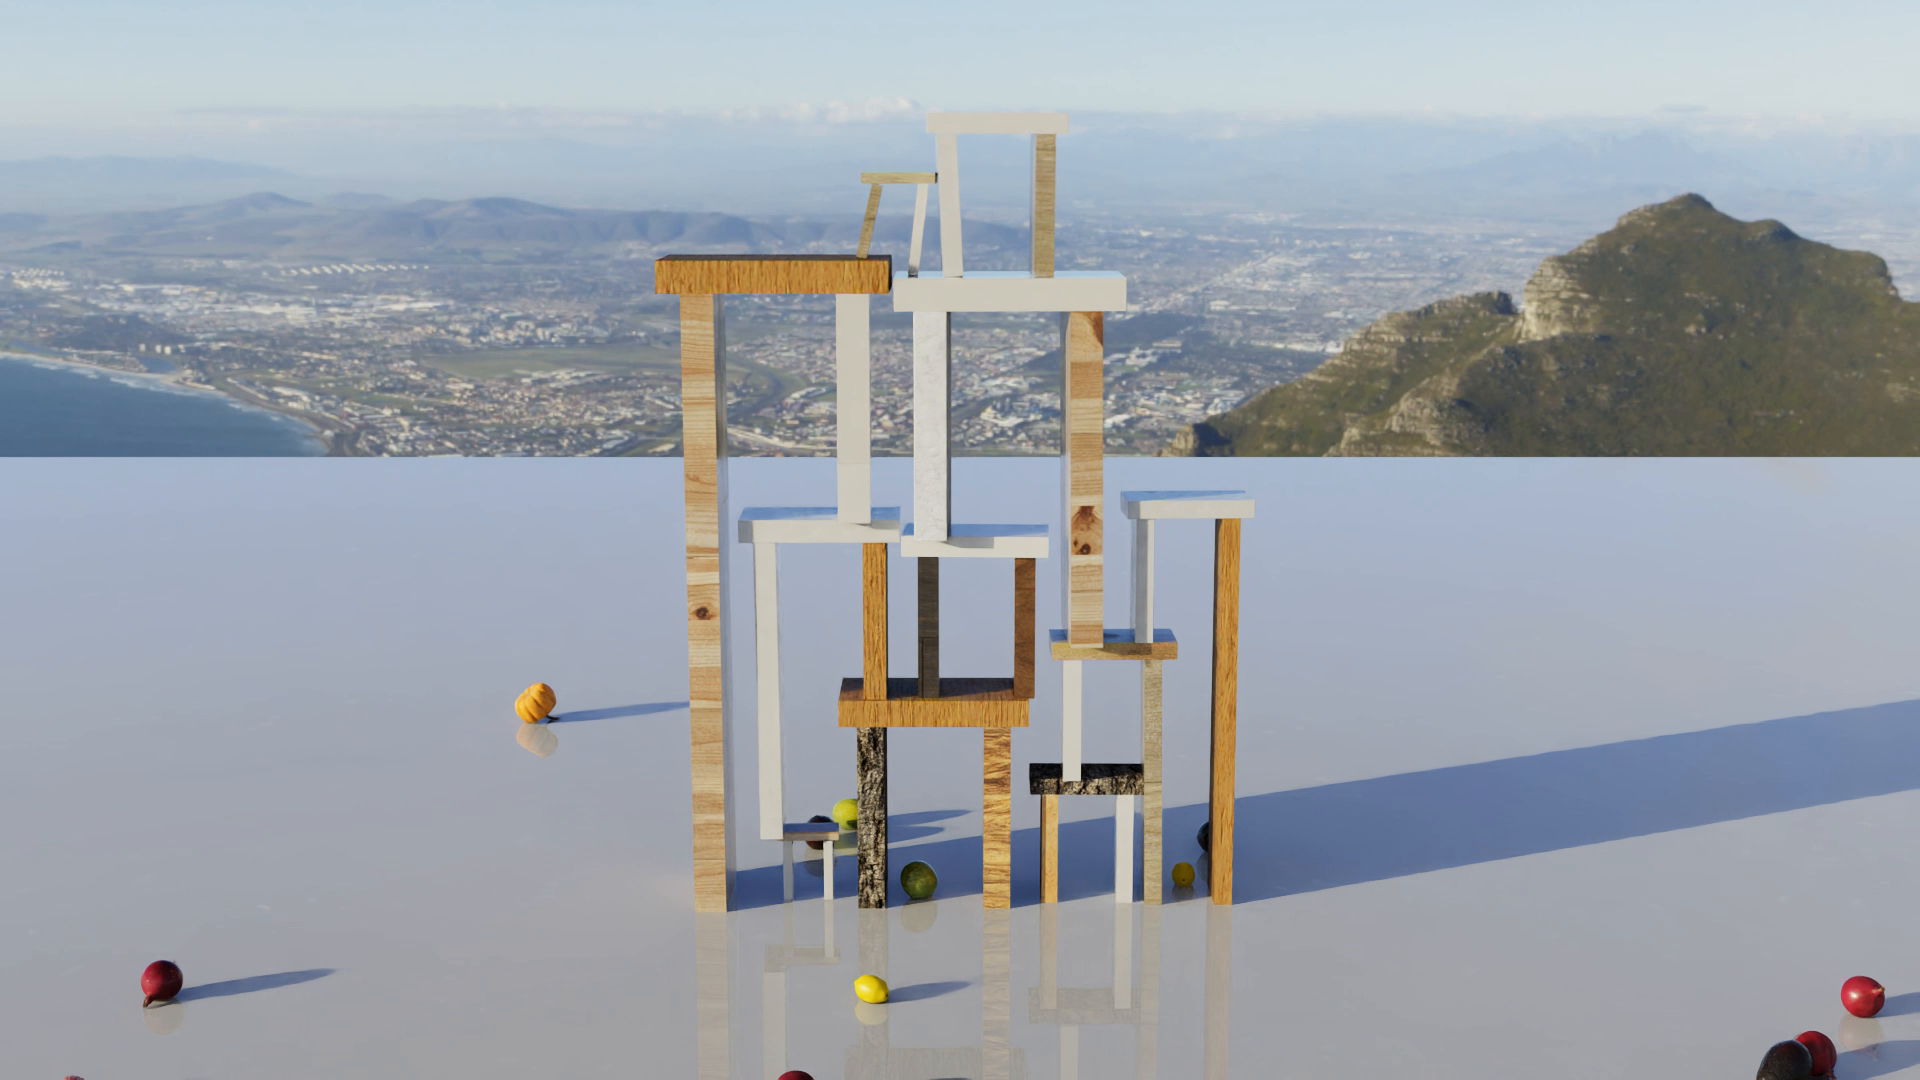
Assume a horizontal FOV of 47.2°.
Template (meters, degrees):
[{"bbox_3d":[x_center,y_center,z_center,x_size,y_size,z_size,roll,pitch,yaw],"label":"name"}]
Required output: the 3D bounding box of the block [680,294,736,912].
[{"bbox_3d":[-0.407,0.097,3.578,0.051,1.003,0.180,0,11,0],"label":"block"}]

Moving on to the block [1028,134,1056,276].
[{"bbox_3d":[0.129,-0.527,3.457,0.031,0.219,0.109,0,11,-3],"label":"block"}]

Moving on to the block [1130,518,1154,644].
[{"bbox_3d":[0.295,0.056,3.564,0.029,0.203,0.102,0,11,0],"label":"block"}]

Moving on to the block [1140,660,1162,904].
[{"bbox_3d":[0.315,0.387,3.629,0.029,0.413,0.101,-1,11,1],"label":"block"}]

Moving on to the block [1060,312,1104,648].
[{"bbox_3d":[0.195,-0.107,3.536,0.051,0.535,0.180,-1,11,-3],"label":"block"}]

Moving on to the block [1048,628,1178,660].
[{"bbox_3d":[0.248,0.170,3.587,0.202,0.029,0.101,0,11,-1],"label":"block"}]

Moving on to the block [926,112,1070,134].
[{"bbox_3d":[0.057,-0.651,3.435,0.219,0.031,0.109,0,11,-1],"label":"block"}]

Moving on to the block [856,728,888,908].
[{"bbox_3d":[-0.145,0.438,3.646,0.043,0.307,0.153,0,11,0],"label":"block"}]

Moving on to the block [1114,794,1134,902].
[{"bbox_3d":[0.272,0.498,3.655,0.026,0.185,0.093,0,11,1],"label":"block"}]

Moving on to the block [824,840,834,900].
[{"bbox_3d":[-0.218,0.541,3.657,0.014,0.101,0.050,0,11,0],"label":"block"}]

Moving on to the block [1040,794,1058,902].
[{"bbox_3d":[0.148,0.498,3.655,0.026,0.185,0.093,0,11,1],"label":"block"}]

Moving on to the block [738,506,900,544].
[{"bbox_3d":[-0.225,-0.025,3.557,0.256,0.036,0.128,0,11,-1],"label":"block"}]

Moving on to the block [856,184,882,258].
[{"bbox_3d":[-0.142,-0.503,3.465,0.016,0.115,0.058,13,10,-3],"label":"block"}]

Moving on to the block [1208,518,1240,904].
[{"bbox_3d":[0.432,0.273,3.606,0.029,0.645,0.102,0,11,0],"label":"block"}]

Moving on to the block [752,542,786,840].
[{"bbox_3d":[-0.311,0.235,3.606,0.036,0.492,0.128,-1,11,-2],"label":"block"}]

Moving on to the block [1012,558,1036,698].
[{"bbox_3d":[0.104,0.130,3.585,0.033,0.234,0.117,0,11,0],"label":"block"}]

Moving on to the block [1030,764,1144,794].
[{"bbox_3d":[0.208,0.395,3.634,0.185,0.026,0.093,0,11,1],"label":"block"}]

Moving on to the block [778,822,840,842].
[{"bbox_3d":[-0.252,0.484,3.647,0.101,0.014,0.050,-1,11,-2],"label":"block"}]

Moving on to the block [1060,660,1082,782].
[{"bbox_3d":[0.182,0.284,3.607,0.029,0.202,0.101,0,11,0],"label":"block"}]

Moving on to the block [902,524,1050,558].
[{"bbox_3d":[0.026,0.000,3.552,0.234,0.033,0.117,1,11,3],"label":"block"}]

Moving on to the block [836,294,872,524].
[{"bbox_3d":[-0.169,-0.220,3.520,0.051,0.360,0.180,0,11,-1],"label":"block"}]

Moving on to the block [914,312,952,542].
[{"bbox_3d":[-0.043,-0.191,3.511,0.051,0.359,0.180,0,11,2],"label":"block"}]

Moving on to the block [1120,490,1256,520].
[{"bbox_3d":[0.365,-0.057,3.541,0.203,0.029,0.102,0,11,-3],"label":"block"}]

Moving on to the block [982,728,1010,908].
[{"bbox_3d":[0.060,0.438,3.646,0.043,0.307,0.153,0,11,0],"label":"block"}]

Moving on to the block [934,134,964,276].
[{"bbox_3d":[-0.017,-0.528,3.456,0.031,0.219,0.109,-3,11,-2],"label":"block"}]

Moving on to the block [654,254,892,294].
[{"bbox_3d":[-0.291,-0.422,3.482,0.360,0.051,0.180,0,11,0],"label":"block"}]

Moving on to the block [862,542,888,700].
[{"bbox_3d":[-0.137,0.119,3.584,0.036,0.257,0.128,0,11,0],"label":"block"}]

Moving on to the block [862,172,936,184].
[{"bbox_3d":[-0.095,-0.569,3.454,0.115,0.016,0.058,0,11,2],"label":"block"}]

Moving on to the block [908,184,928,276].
[{"bbox_3d":[-0.066,-0.490,3.464,0.016,0.142,0.058,7,10,-2],"label":"block"}]

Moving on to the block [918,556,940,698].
[{"bbox_3d":[-0.051,0.130,3.588,0.033,0.234,0.117,0,11,0],"label":"block"}]

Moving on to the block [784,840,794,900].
[{"bbox_3d":[-0.285,0.541,3.657,0.014,0.101,0.050,0,11,-1],"label":"block"}]

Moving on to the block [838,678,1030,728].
[{"bbox_3d":[-0.042,0.266,3.613,0.307,0.043,0.153,0,11,0],"label":"block"}]

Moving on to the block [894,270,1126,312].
[{"bbox_3d":[0.077,-0.394,3.479,0.359,0.051,0.180,0,11,0],"label":"block"}]
